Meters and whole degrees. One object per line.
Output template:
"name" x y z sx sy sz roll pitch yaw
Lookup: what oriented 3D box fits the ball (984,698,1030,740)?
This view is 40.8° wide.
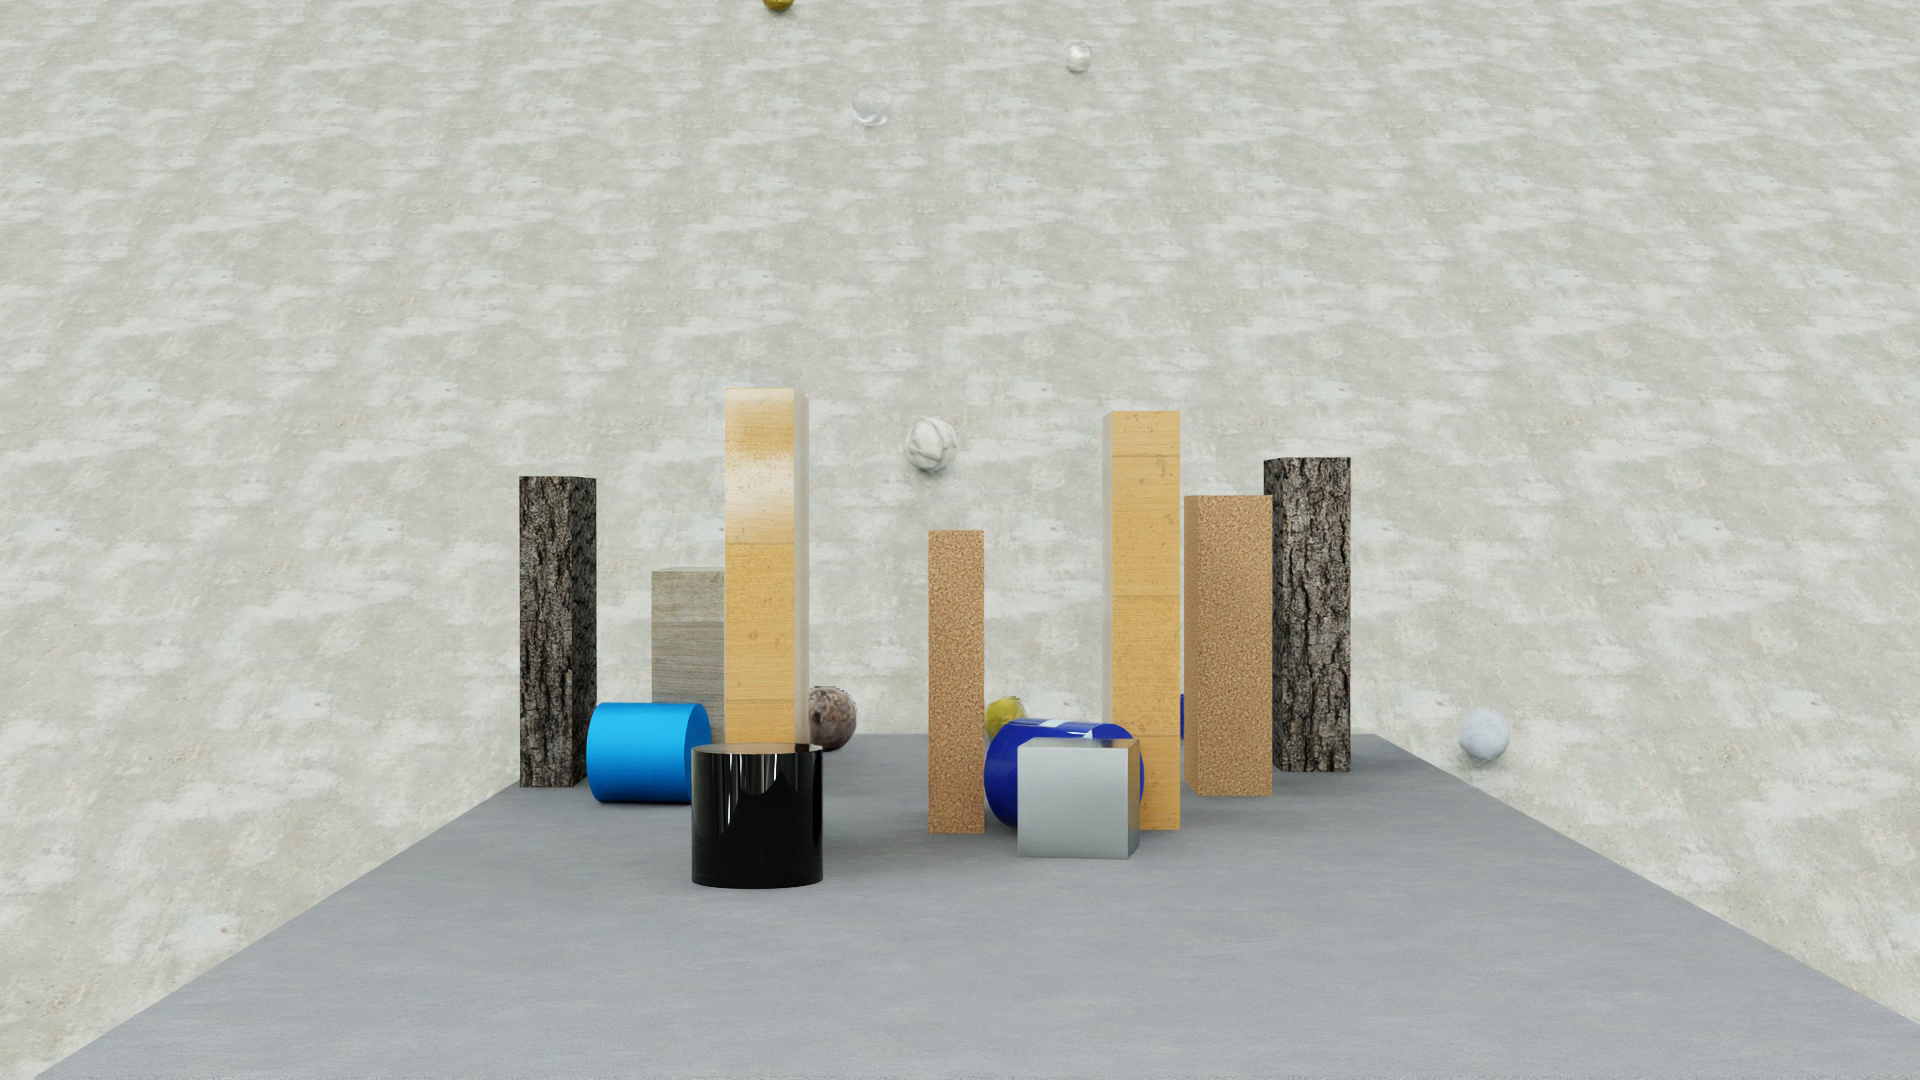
"ball" 0.112 0.442 6.305 0.115 0.115 0.115 0 28 0

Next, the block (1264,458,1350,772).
"block" 0.778 0.161 5.819 0.148 0.687 0.361 0 1 0

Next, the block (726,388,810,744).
"block" -0.318 0.139 4.306 0.109 0.766 0.412 0 1 0

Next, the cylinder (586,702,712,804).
"cylinder" -0.608 0.417 5.064 0.195 0.195 0.195 0 28 10

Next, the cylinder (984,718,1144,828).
"cylinder" 0.184 0.419 4.568 0.201 0.201 0.201 1 21 45

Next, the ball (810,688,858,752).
"ball" -0.320 0.426 6.131 0.152 0.152 0.152 0 28 0

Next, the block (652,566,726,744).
"block" -0.544 0.285 5.366 0.145 0.451 0.406 0 1 0

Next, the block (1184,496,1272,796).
"block" 0.551 0.209 5.333 0.149 0.602 0.319 0 1 0

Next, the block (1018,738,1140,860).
"block" 0.201 0.431 4.331 0.182 0.182 0.182 0 1 10

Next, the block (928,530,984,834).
"block" -0.007 0.250 4.757 0.099 0.535 0.379 0 1 0

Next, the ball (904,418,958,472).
"ball" -0.089 -0.300 8.110 0.167 0.167 0.167 0 28 0

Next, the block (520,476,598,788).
"block" -0.856 0.188 5.520 0.108 0.643 0.372 0 1 0

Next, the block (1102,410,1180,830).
"block" 0.333 0.142 4.787 0.121 0.749 0.336 0 1 0

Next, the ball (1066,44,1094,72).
"ball" 0.538 -2.179 11.673 0.126 0.126 0.126 0 28 0

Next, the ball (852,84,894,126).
"ball" -0.373 -1.852 11.005 0.178 0.178 0.178 0 28 0

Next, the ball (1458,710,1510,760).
"ball" 1.347 0.503 6.648 0.129 0.129 0.129 0 28 0

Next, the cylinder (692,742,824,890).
"cylinder" -0.314 0.424 4.001 0.204 0.204 0.204 0 1 0

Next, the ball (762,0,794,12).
"ball" -0.878 -2.639 12.495 0.163 0.163 0.163 0 28 0

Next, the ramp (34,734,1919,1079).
"ramp" 0.063 0.569 4.610 2.000 0.100 4.000 0 1 0
